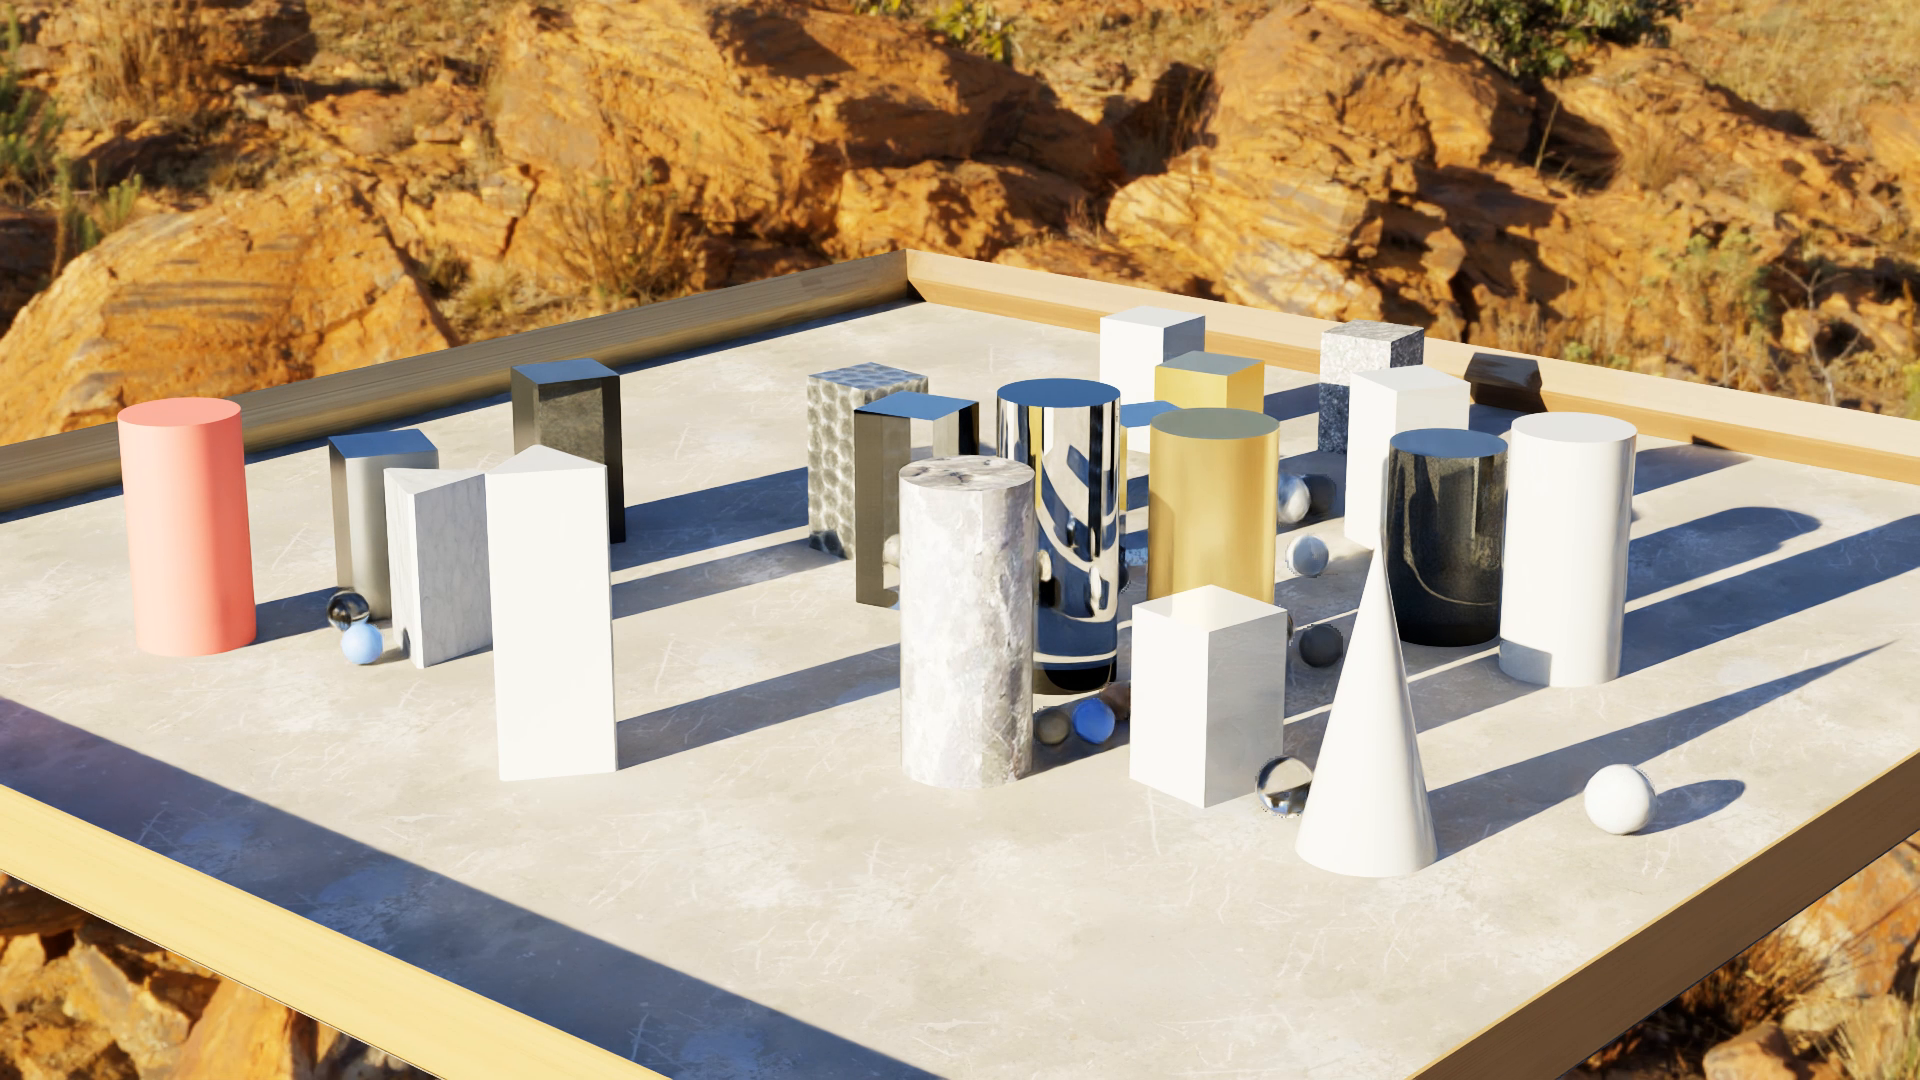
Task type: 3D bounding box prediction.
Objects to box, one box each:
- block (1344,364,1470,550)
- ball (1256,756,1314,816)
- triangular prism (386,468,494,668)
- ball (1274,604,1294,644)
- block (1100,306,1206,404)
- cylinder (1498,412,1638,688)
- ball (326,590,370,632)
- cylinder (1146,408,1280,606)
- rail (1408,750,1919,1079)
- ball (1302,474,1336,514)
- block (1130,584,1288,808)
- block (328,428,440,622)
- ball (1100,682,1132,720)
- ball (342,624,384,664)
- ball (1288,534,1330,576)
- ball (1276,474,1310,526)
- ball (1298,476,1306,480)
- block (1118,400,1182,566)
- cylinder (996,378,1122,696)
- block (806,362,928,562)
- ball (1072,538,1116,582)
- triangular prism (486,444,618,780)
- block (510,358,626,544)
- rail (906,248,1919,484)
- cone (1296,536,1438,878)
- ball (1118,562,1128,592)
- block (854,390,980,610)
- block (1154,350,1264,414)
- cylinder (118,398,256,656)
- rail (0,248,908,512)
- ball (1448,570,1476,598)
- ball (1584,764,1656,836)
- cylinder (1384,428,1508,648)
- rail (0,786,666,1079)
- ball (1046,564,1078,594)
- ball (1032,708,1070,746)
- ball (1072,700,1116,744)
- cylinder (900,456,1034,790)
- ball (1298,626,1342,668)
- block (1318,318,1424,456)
[{"bbox_3d":[0.821,-0.146,5.391,0.156,0.313,0.156,-7,18,-23],"label":"block"},{"bbox_3d":[0.461,0.348,4.151,0.082,0.082,0.082,0,17,0],"label":"ball"},{"bbox_3d":[-0.885,0.036,4.822,0.147,0.294,0.169,12,21,35],"label":"triangular prism"},{"bbox_3d":[0.511,0.145,4.837,0.077,0.077,0.077,0,17,0],"label":"ball"},{"bbox_3d":[0.401,-0.340,6.127,0.156,0.260,0.156,13,21,36],"label":"block"},{"bbox_3d":[0.974,0.014,4.707,0.195,0.402,0.195,0,17,0],"label":"cylinder"},{"bbox_3d":[-1.029,0.120,4.930,0.070,0.070,0.070,0,17,0],"label":"ball"},{"bbox_3d":[0.384,0.047,4.488,0.195,0.466,0.195,0,17,0],"label":"cylinder"},{"bbox_3d":[1.283,0.354,4.053,0.045,0.127,3.552,14,22,39],"label":"rail"},{"bbox_3d":[0.679,-0.087,5.604,0.077,0.077,0.077,0,17,0],"label":"ball"},{"bbox_3d":[0.359,0.224,4.245,0.156,0.266,0.156,-13,21,-37],"label":"block"},{"bbox_3d":[-0.983,-0.026,5.036,0.156,0.289,0.156,-7,18,-21],"label":"block"},{"bbox_3d":[0.244,0.249,4.523,0.058,0.058,0.058,0,17,0],"label":"ball"},{"bbox_3d":[-0.972,0.169,4.772,0.067,0.067,0.067,0,17,0],"label":"ball"},{"bbox_3d":[0.621,0.027,5.231,0.075,0.075,0.075,0,17,0],"label":"ball"},{"bbox_3d":[0.613,-0.076,5.534,0.098,0.098,0.098,0,17,0],"label":"ball"},{"bbox_3d":[0.668,-0.103,5.717,0.043,0.043,0.043,0,17,0],"label":"ball"},{"bbox_3d":[0.337,-0.105,5.350,0.156,0.258,0.156,-7,18,-23],"label":"block"},{"bbox_3d":[0.155,-0.007,4.660,0.195,0.468,0.195,0,17,0],"label":"cylinder"},{"bbox_3d":[-0.167,-0.141,5.355,0.156,0.325,0.156,-15,23,-41],"label":"block"},{"bbox_3d":[0.238,0.037,5.192,0.078,0.078,0.078,0,17,0],"label":"ball"},{"bbox_3d":[-0.605,0.103,4.304,0.169,0.464,0.147,-4,17,-13],"label":"triangular prism"},{"bbox_3d":[-0.725,-0.159,5.424,0.156,0.318,0.156,-8,19,-26],"label":"block"},{"bbox_3d":[1.149,-0.350,6.387,3.447,0.127,0.045,14,22,39],"label":"rail"},{"bbox_3d":[0.560,0.207,3.973,0.195,0.456,0.195,0,17,0],"label":"cone"},{"bbox_3d":[0.267,0.064,5.138,0.057,0.057,0.057,0,17,0],"label":"ball"},{"bbox_3d":[-0.074,-0.065,5.066,0.156,0.346,0.156,10,19,29],"label":"block"},{"bbox_3d":[0.481,-0.212,5.686,0.156,0.269,0.156,10,20,31],"label":"block"},{"bbox_3d":[-1.276,-0.023,4.849,0.195,0.390,0.195,0,17,0],"label":"cylinder"},{"bbox_3d":[-1.283,-0.290,6.187,0.045,0.127,3.552,14,22,39],"label":"rail"},{"bbox_3d":[0.875,0.078,5.107,0.048,0.048,0.048,0,17,0],"label":"ball"},{"bbox_3d":[0.918,0.362,4.081,0.098,0.098,0.098,0,17,0],"label":"ball"},{"bbox_3d":[0.810,-0.006,4.907,0.195,0.324,0.195,0,17,0],"label":"cylinder"},{"bbox_3d":[-1.149,0.414,3.853,3.447,0.127,0.045,14,22,39],"label":"rail"},{"bbox_3d":[0.178,0.069,5.128,0.053,0.053,0.053,0,17,0],"label":"ball"},{"bbox_3d":[0.138,0.281,4.415,0.059,0.059,0.059,0,17,0],"label":"ball"},{"bbox_3d":[0.203,0.275,4.426,0.065,0.065,0.065,0,17,0],"label":"ball"},{"bbox_3d":[0.010,0.118,4.279,0.195,0.449,0.195,0,17,0],"label":"cylinder"},{"bbox_3d":[0.584,0.173,4.754,0.070,0.070,0.070,0,17,0],"label":"ball"},{"bbox_3d":[0.848,-0.311,6.047,0.156,0.250,0.156,11,20,33],"label":"block"}]
